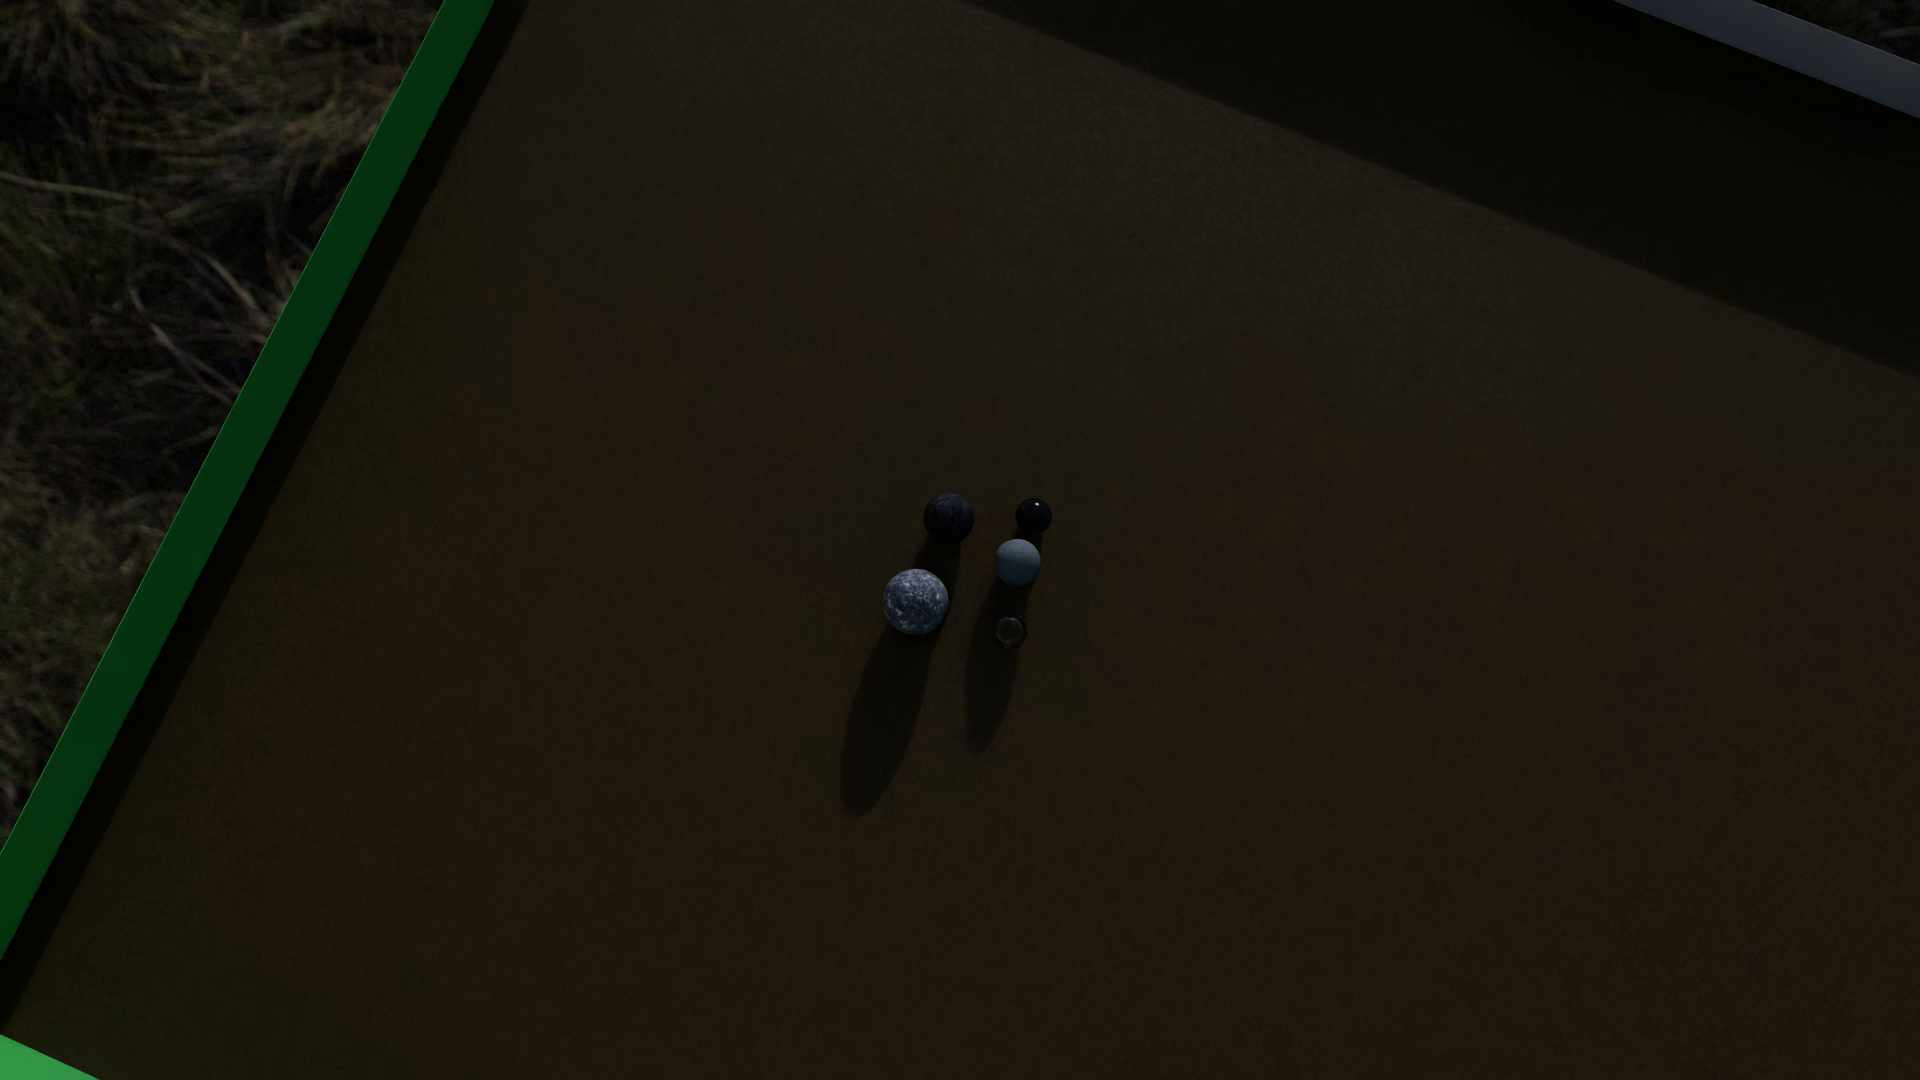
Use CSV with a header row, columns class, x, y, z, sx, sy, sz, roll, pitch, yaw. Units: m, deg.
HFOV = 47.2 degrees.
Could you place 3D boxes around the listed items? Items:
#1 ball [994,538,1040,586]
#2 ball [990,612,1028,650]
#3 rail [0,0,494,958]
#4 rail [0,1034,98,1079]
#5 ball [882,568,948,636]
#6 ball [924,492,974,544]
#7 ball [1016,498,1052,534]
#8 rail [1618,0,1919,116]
class,x,y,z,sx,sy,sz,roll,pitch,yaw
ball,0.086,0.034,3.306,0.071,0.071,0.071,0,77,0
ball,0.073,0.137,3.290,0.058,0.058,0.058,0,77,0
rail,-0.956,-0.406,3.374,0.045,0.129,2.503,23,78,5
rail,0.494,1.504,2.946,4.256,0.129,0.045,23,78,5
ball,-0.066,0.092,3.278,0.099,0.099,0.099,0,77,0
ball,-0.017,-0.033,3.318,0.077,0.077,0.077,0,77,0
ball,0.112,-0.036,3.330,0.056,0.056,0.056,0,77,0
rail,1.462,-0.699,3.439,4.256,0.129,0.045,23,78,5
